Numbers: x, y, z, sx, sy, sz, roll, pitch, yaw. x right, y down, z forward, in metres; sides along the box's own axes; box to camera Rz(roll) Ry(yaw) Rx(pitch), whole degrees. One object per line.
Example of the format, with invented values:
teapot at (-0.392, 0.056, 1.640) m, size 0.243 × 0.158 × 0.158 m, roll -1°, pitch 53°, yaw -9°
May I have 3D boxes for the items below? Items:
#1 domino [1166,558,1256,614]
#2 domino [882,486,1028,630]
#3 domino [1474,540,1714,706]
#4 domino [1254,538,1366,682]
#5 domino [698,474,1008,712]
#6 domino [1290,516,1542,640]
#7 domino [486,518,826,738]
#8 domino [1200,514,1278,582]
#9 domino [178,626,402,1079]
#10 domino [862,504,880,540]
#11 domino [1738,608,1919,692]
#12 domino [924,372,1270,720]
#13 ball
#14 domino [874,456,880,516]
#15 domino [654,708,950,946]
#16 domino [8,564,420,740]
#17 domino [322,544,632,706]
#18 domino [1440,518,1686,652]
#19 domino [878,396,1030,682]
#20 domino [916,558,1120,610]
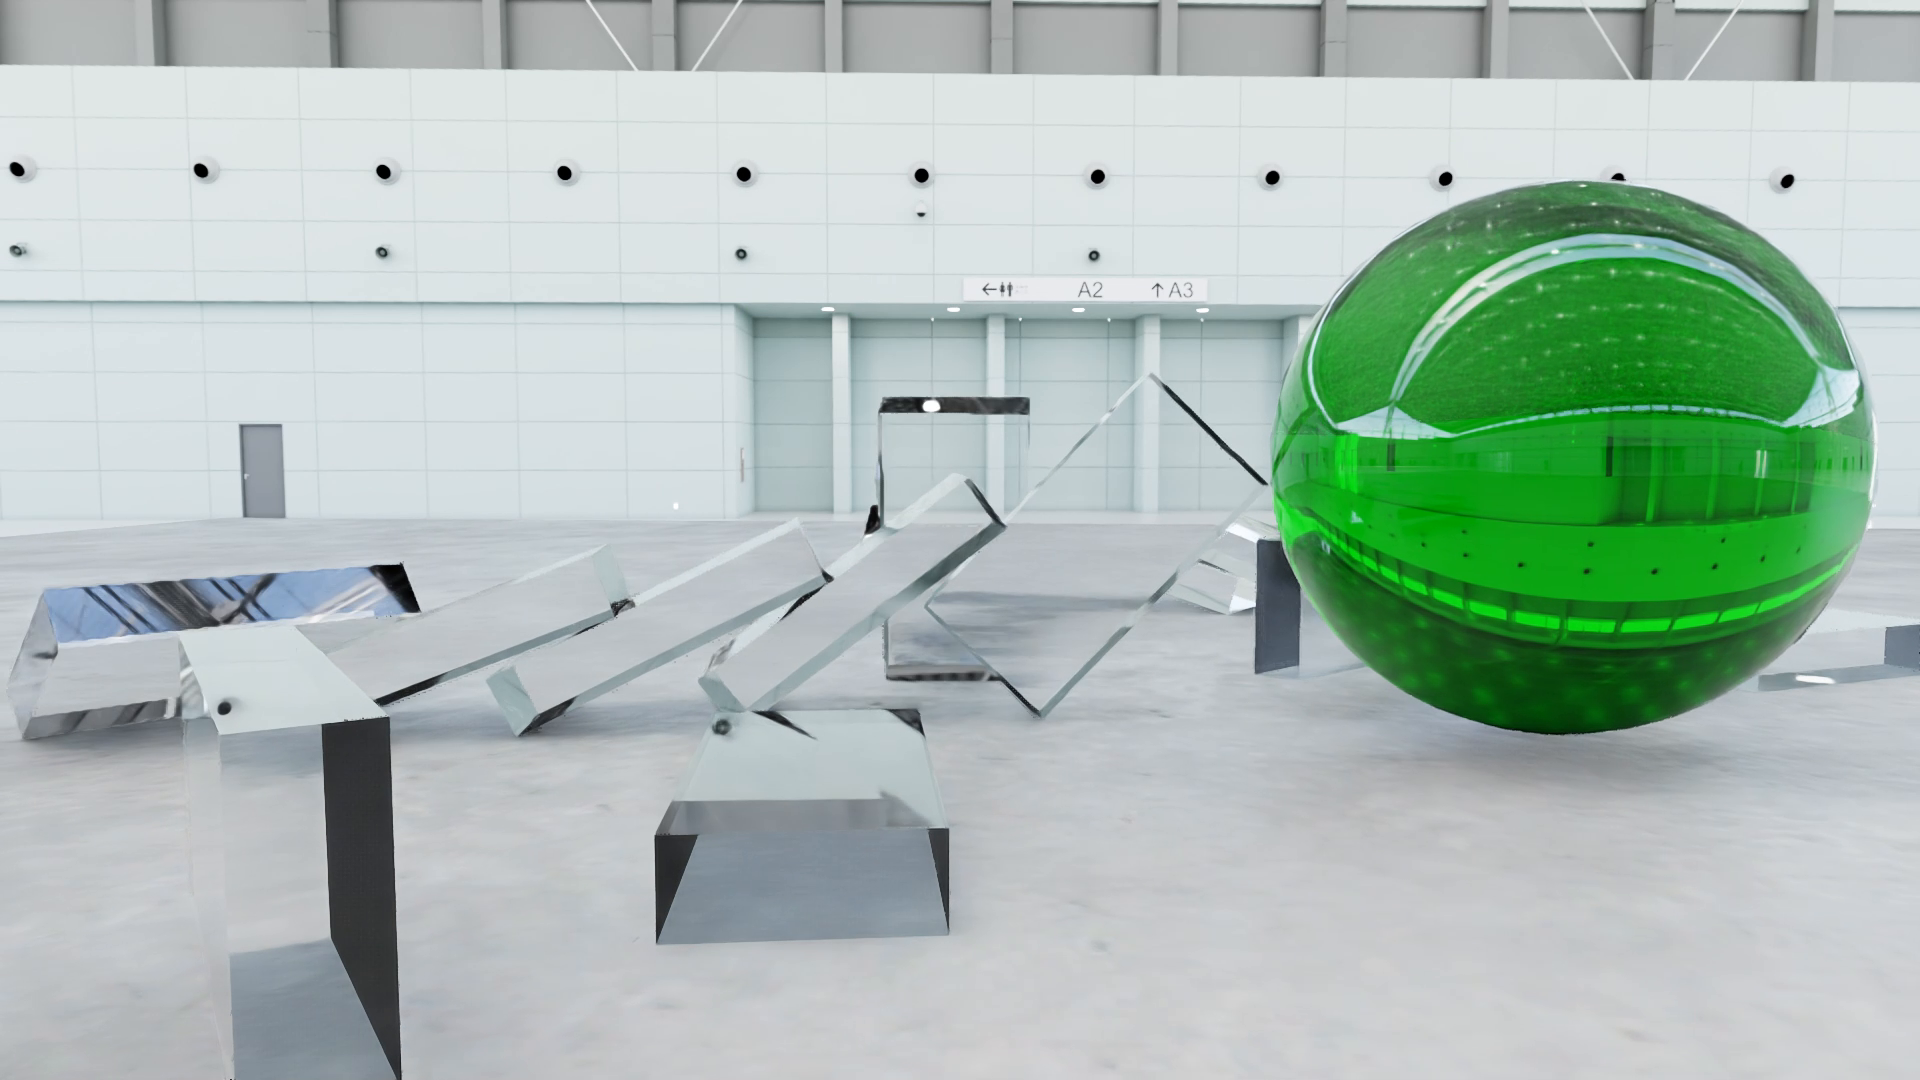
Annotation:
domino at (0.054, 0.006, 0.341) m, size 0.050 × 0.009 × 0.025 m, roll 20°, pitch 14°, yaw 29°
domino at (0.000, 0.005, 0.274) m, size 0.025 × 0.009 × 0.050 m, roll 0°, pitch -27°, yaw 8°
domino at (0.116, 0.013, 0.233) m, size 0.025 × 0.010 × 0.050 m, roll 4°, pitch 23°, yaw 43°
domino at (0.076, 0.011, 0.249) m, size 0.050 × 0.025 × 0.010 m, roll -4°, pitch 6°, yaw -42°
domino at (-0.017, 0.009, 0.202) m, size 0.050 × 0.010 × 0.025 m, roll -37°, pitch 7°, yaw -2°
domino at (0.106, 0.008, 0.301) m, size 0.025 × 0.009 × 0.050 m, roll -4°, pitch 23°, yaw -43°
domino at (-0.046, 0.012, 0.200) m, size 0.050 × 0.009 × 0.025 m, roll -26°, pitch 7°, yaw -5°
domino at (0.083, 0.006, 0.326) m, size 0.050 × 0.009 × 0.025 m, roll 27°, pitch 20°, yaw 39°
domino at (-0.055, 0.022, 0.102) m, size 0.010 × 0.025 × 0.050 m, roll -3°, pitch 5°, yaw -34°
domino at (0.002, 0.005, 0.306) m, size 0.025 × 0.010 × 0.050 m, roll 3°, pitch -19°, yaw 33°
domino at (0.155, 0.020, 0.240) m, size 0.050 × 0.009 × 0.025 m, roll -2°, pitch 5°, yaw -23°
domino at (0.021, 0.001, 0.201) m, size 0.025 × 0.050 × 0.010 m, roll 44°, pitch 3°, yaw -3°
ball at (0.087, -0.012, 0.189) m, size 0.080 × 0.080 × 0.080 m, roll 0°, pitch 4°, yaw 0°
domino at (-0.002, 0.003, 0.247) m, size 0.025 × 0.050 × 0.010 m, roll 0°, pitch 47°, yaw 3°
domino at (-0.016, 0.028, 0.135) m, size 0.025 × 0.009 × 0.050 m, roll 0°, pitch 4°, yaw -5°
domino at (-0.114, 0.016, 0.198) m, size 0.050 × 0.010 × 0.025 m, roll -5°, pitch -31°, yaw -50°
domino at (-0.077, 0.015, 0.195) m, size 0.050 × 0.010 × 0.025 m, roll -21°, pitch 7°, yaw -7°
domino at (0.130, 0.009, 0.282) m, size 0.025 × 0.009 × 0.050 m, roll 8°, pitch 17°, yaw -12°
domino at (-0.001, 0.000, 0.225) m, size 0.025 × 0.050 × 0.009 m, roll 1°, pitch 23°, yaw 2°
domino at (0.016, 0.012, 0.351) m, size 0.050 × 0.009 × 0.025 m, roll 2°, pitch 5°, yaw 25°
